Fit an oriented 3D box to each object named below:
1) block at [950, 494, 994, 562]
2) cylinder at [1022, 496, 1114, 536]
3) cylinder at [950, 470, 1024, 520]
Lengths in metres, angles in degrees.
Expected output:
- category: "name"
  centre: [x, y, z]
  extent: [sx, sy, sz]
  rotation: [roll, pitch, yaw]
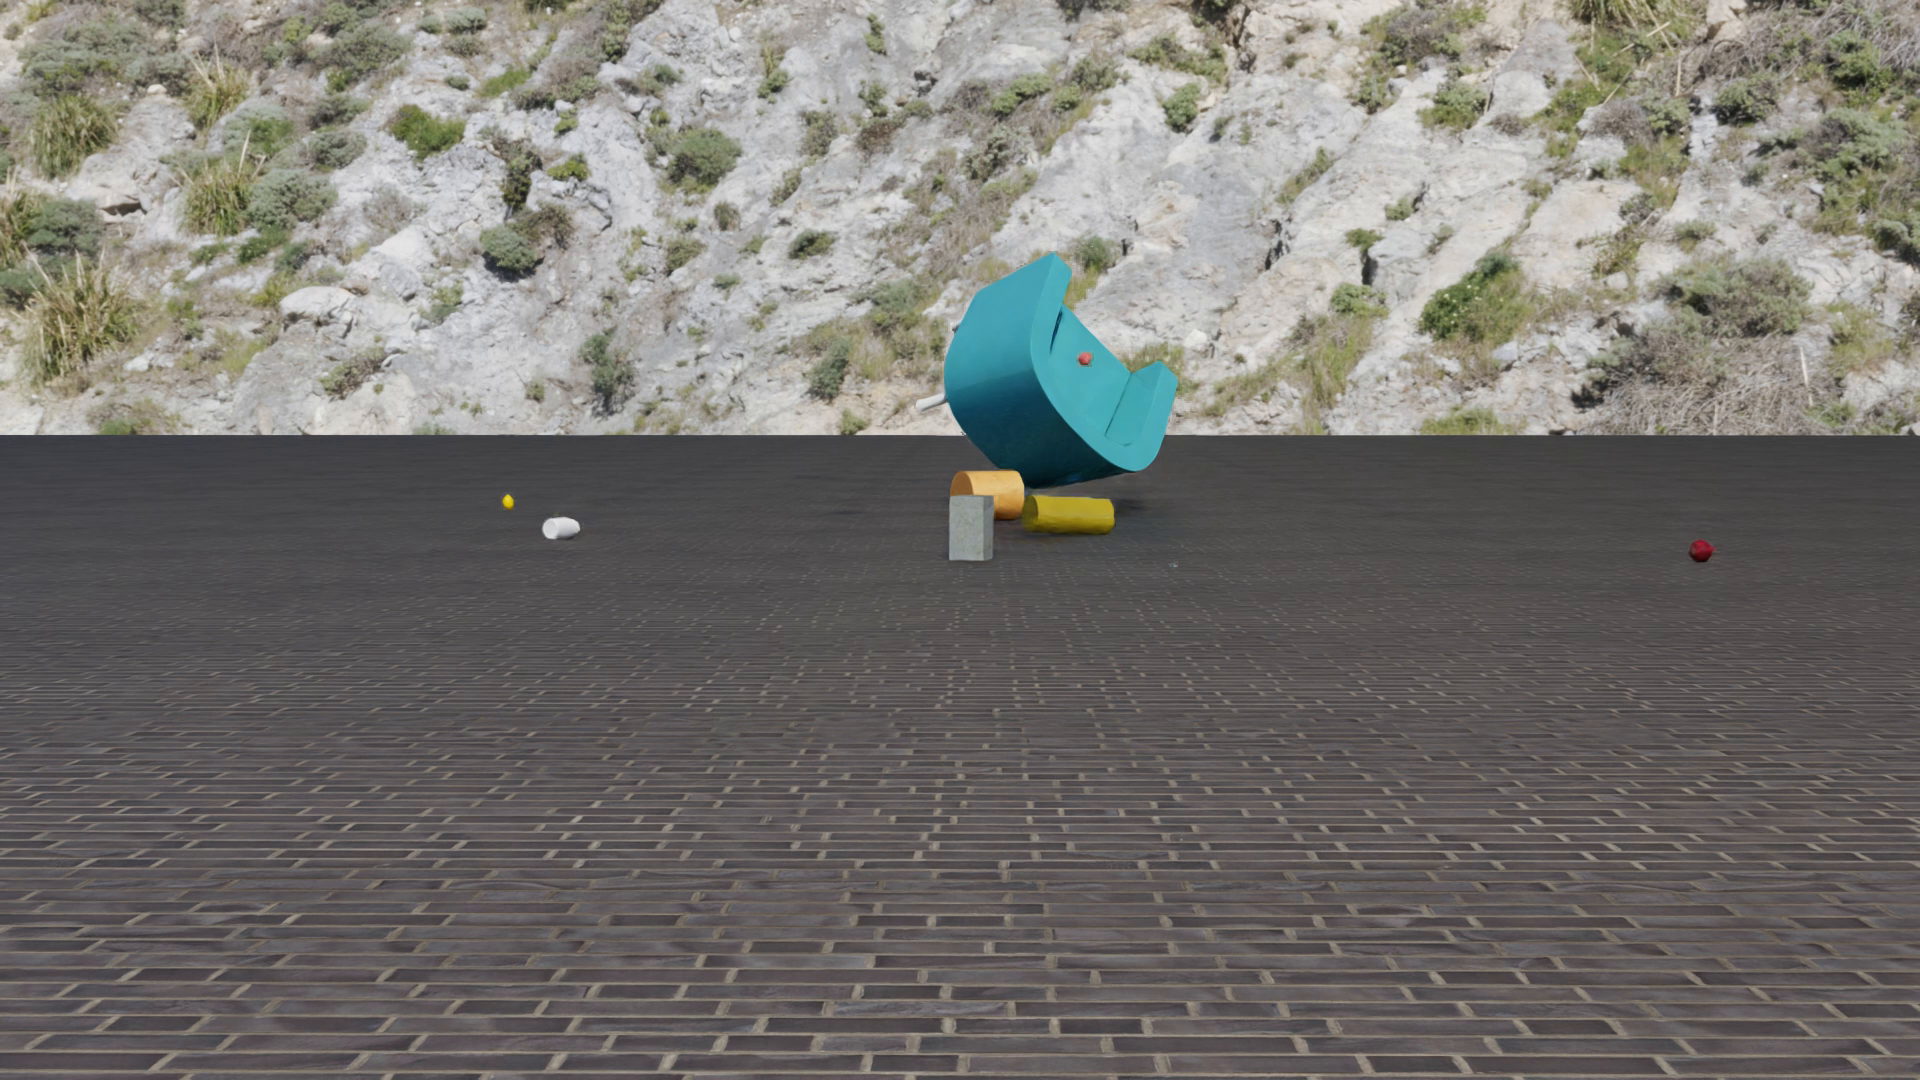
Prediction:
- category: "block"
  centre: [0.030, -0.032, 5.792]
  extent: [0.093, 0.168, 0.092]
  rotation: [1, 4, 17]
- category: "cylinder"
  centre: [0.329, -0.074, 6.678]
  extent: [0.256, 0.116, 0.113]
  rotation: [2, -35, -24]
- category: "cylinder"
  centre: [0.093, -0.151, 7.480]
  extent: [0.198, 0.173, 0.172]
  rotation: [-2, 26, -28]
